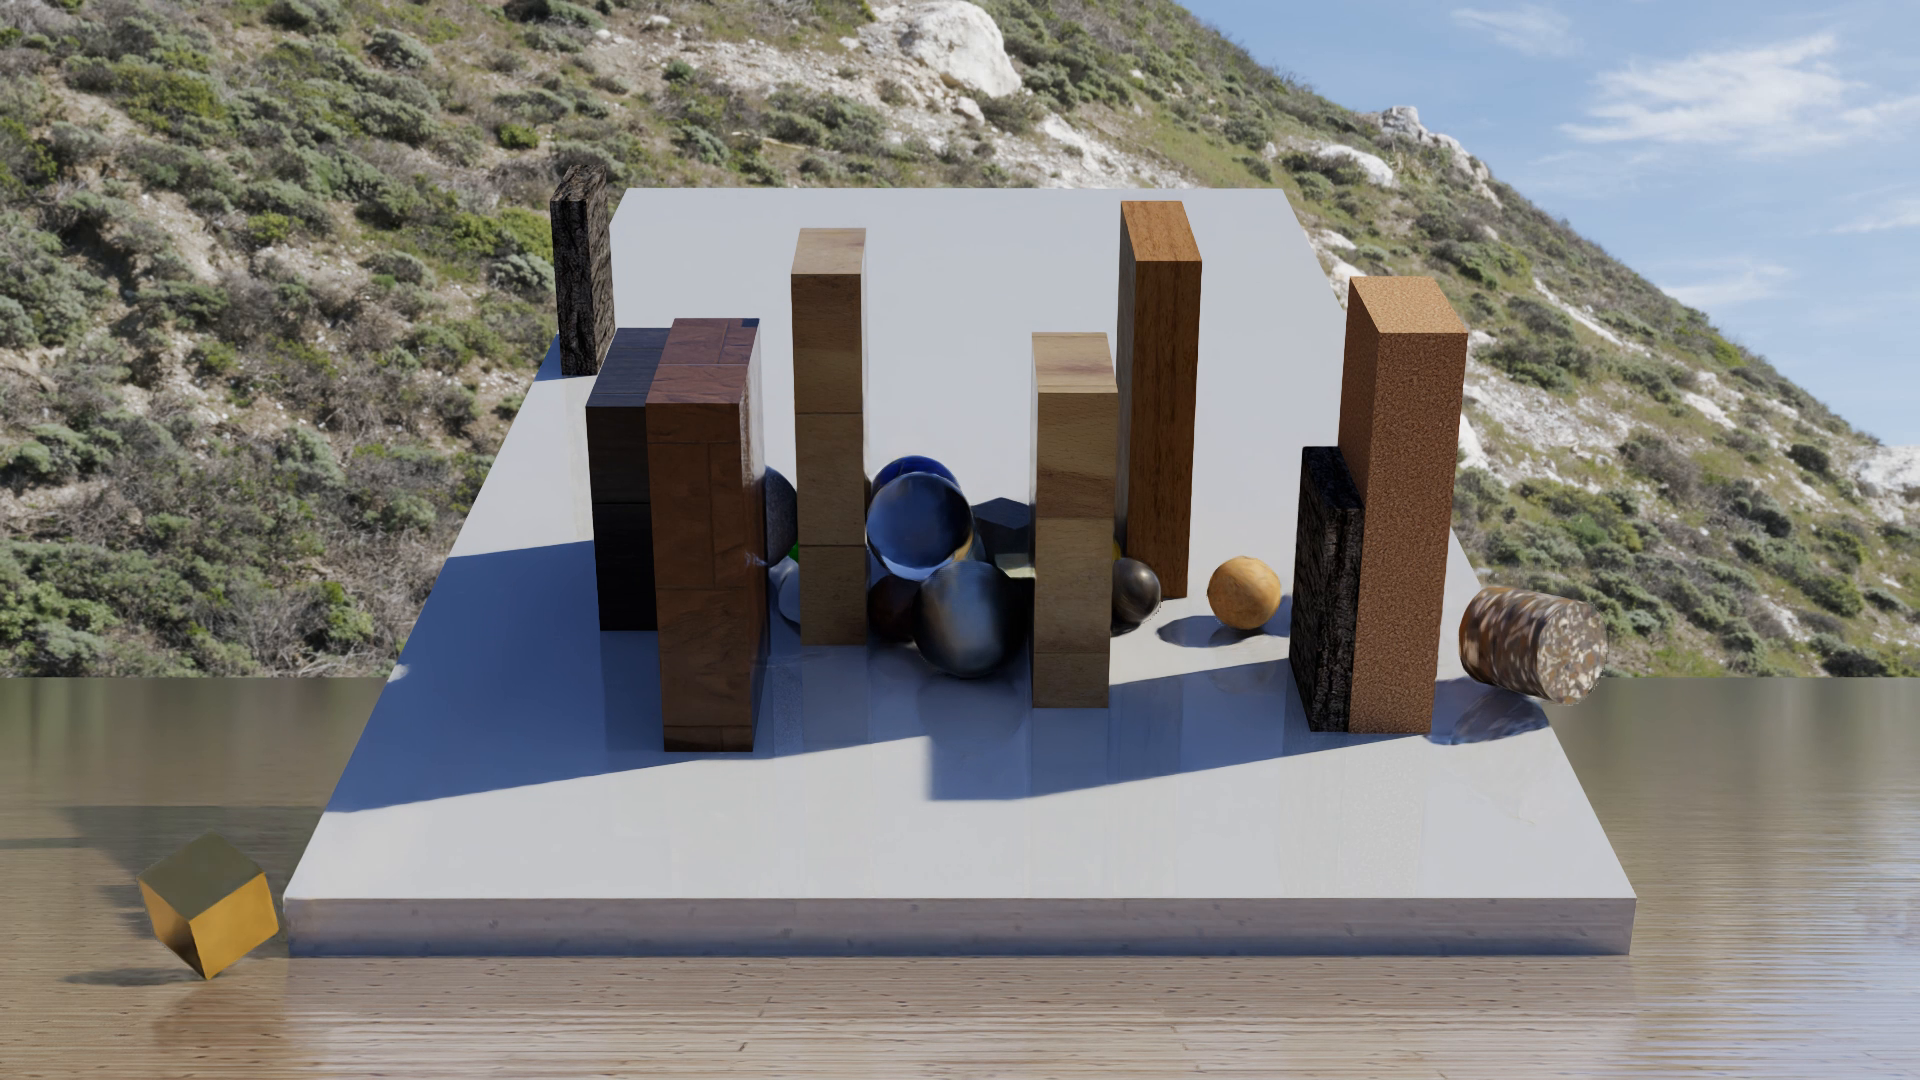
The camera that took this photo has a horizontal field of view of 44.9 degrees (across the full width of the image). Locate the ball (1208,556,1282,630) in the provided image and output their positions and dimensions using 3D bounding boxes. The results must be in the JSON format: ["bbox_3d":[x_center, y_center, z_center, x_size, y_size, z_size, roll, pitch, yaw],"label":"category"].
[{"bbox_3d":[0.520,0.097,4.246,0.134,0.134,0.134,0,-3,0],"label":"ball"}]

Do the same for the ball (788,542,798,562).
[{"bbox_3d":[-0.278,-0.027,4.495,0.158,0.158,0.158,0,-3,0],"label":"ball"}]

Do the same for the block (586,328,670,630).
[{"bbox_3d":[-0.601,-0.122,4.363,0.118,0.437,0.438,0,24,0],"label":"block"}]

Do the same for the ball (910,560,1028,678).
[{"bbox_3d":[0.016,0.138,4.063,0.206,0.206,0.206,0,-3,0],"label":"ball"}]

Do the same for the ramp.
[{"bbox_3d":[-0.008,-0.227,5.277,2.000,0.100,4.000,0,24,0],"label":"ramp"}]

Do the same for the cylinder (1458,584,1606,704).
[{"bbox_3d":[0.977,0.176,3.963,0.175,0.175,0.175,2,7,-36],"label":"cylinder"}]

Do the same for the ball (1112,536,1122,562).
[{"bbox_3d":[0.229,0.033,4.369,0.151,0.151,0.151,0,-3,0],"label":"ball"}]

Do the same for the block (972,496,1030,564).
[{"bbox_3d":[0.086,0.013,4.416,0.137,0.137,0.137,18,23,35],"label":"block"}]

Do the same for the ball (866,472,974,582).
[{"bbox_3d":[-0.072,-0.024,4.141,0.195,0.195,0.195,0,-3,0],"label":"ball"}]

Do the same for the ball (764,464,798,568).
[{"bbox_3d":[-0.390,-0.042,4.230,0.205,0.205,0.205,0,-3,0],"label":"ball"}]

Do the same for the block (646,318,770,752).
[{"bbox_3d":[-0.415,-0.015,3.901,0.146,0.613,0.420,0,24,0],"label":"block"}]

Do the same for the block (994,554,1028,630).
[{"bbox_3d":[0.121,0.095,4.282,0.107,0.107,0.107,-1,24,-3],"label":"block"}]

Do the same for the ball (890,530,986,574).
[{"bbox_3d":[-0.041,0.039,4.316,0.182,0.182,0.182,0,-3,0],"label":"ball"}]

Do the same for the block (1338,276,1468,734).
[{"bbox_3d":[0.721,-0.058,3.889,0.138,0.706,0.297,0,24,0],"label":"block"}]

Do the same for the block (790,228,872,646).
[{"bbox_3d":[-0.228,-0.186,4.186,0.118,0.698,0.281,0,24,0],"label":"block"}]

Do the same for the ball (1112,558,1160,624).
[{"bbox_3d":[0.308,0.094,4.267,0.122,0.122,0.122,0,-3,0],"label":"ball"}]

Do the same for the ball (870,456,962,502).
[{"bbox_3d":[-0.086,-0.069,4.464,0.187,0.187,0.187,0,-3,0],"label":"ball"}]

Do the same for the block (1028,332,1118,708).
[{"bbox_3d":[0.189,-0.036,4.000,0.129,0.574,0.305,0,24,0],"label":"block"}]

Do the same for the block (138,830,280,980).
[{"bbox_3d":[-1.037,0.503,3.207,0.121,0.121,0.121,29,47,30],"label":"block"}]

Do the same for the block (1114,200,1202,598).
[{"bbox_3d":[0.370,-0.274,4.437,0.117,0.660,0.401,0,24,0],"label":"block"}]

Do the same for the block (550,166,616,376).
[{"bbox_3d":[-0.906,-0.653,5.589,0.085,0.426,0.327,0,24,0],"label":"block"}]

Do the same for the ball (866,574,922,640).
[{"bbox_3d":[-0.108,0.120,4.205,0.123,0.123,0.123,0,-3,0],"label":"ball"}]

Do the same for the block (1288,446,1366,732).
[{"bbox_3d":[0.639,0.080,3.945,0.099,0.406,0.278,0,24,0],"label":"block"}]
